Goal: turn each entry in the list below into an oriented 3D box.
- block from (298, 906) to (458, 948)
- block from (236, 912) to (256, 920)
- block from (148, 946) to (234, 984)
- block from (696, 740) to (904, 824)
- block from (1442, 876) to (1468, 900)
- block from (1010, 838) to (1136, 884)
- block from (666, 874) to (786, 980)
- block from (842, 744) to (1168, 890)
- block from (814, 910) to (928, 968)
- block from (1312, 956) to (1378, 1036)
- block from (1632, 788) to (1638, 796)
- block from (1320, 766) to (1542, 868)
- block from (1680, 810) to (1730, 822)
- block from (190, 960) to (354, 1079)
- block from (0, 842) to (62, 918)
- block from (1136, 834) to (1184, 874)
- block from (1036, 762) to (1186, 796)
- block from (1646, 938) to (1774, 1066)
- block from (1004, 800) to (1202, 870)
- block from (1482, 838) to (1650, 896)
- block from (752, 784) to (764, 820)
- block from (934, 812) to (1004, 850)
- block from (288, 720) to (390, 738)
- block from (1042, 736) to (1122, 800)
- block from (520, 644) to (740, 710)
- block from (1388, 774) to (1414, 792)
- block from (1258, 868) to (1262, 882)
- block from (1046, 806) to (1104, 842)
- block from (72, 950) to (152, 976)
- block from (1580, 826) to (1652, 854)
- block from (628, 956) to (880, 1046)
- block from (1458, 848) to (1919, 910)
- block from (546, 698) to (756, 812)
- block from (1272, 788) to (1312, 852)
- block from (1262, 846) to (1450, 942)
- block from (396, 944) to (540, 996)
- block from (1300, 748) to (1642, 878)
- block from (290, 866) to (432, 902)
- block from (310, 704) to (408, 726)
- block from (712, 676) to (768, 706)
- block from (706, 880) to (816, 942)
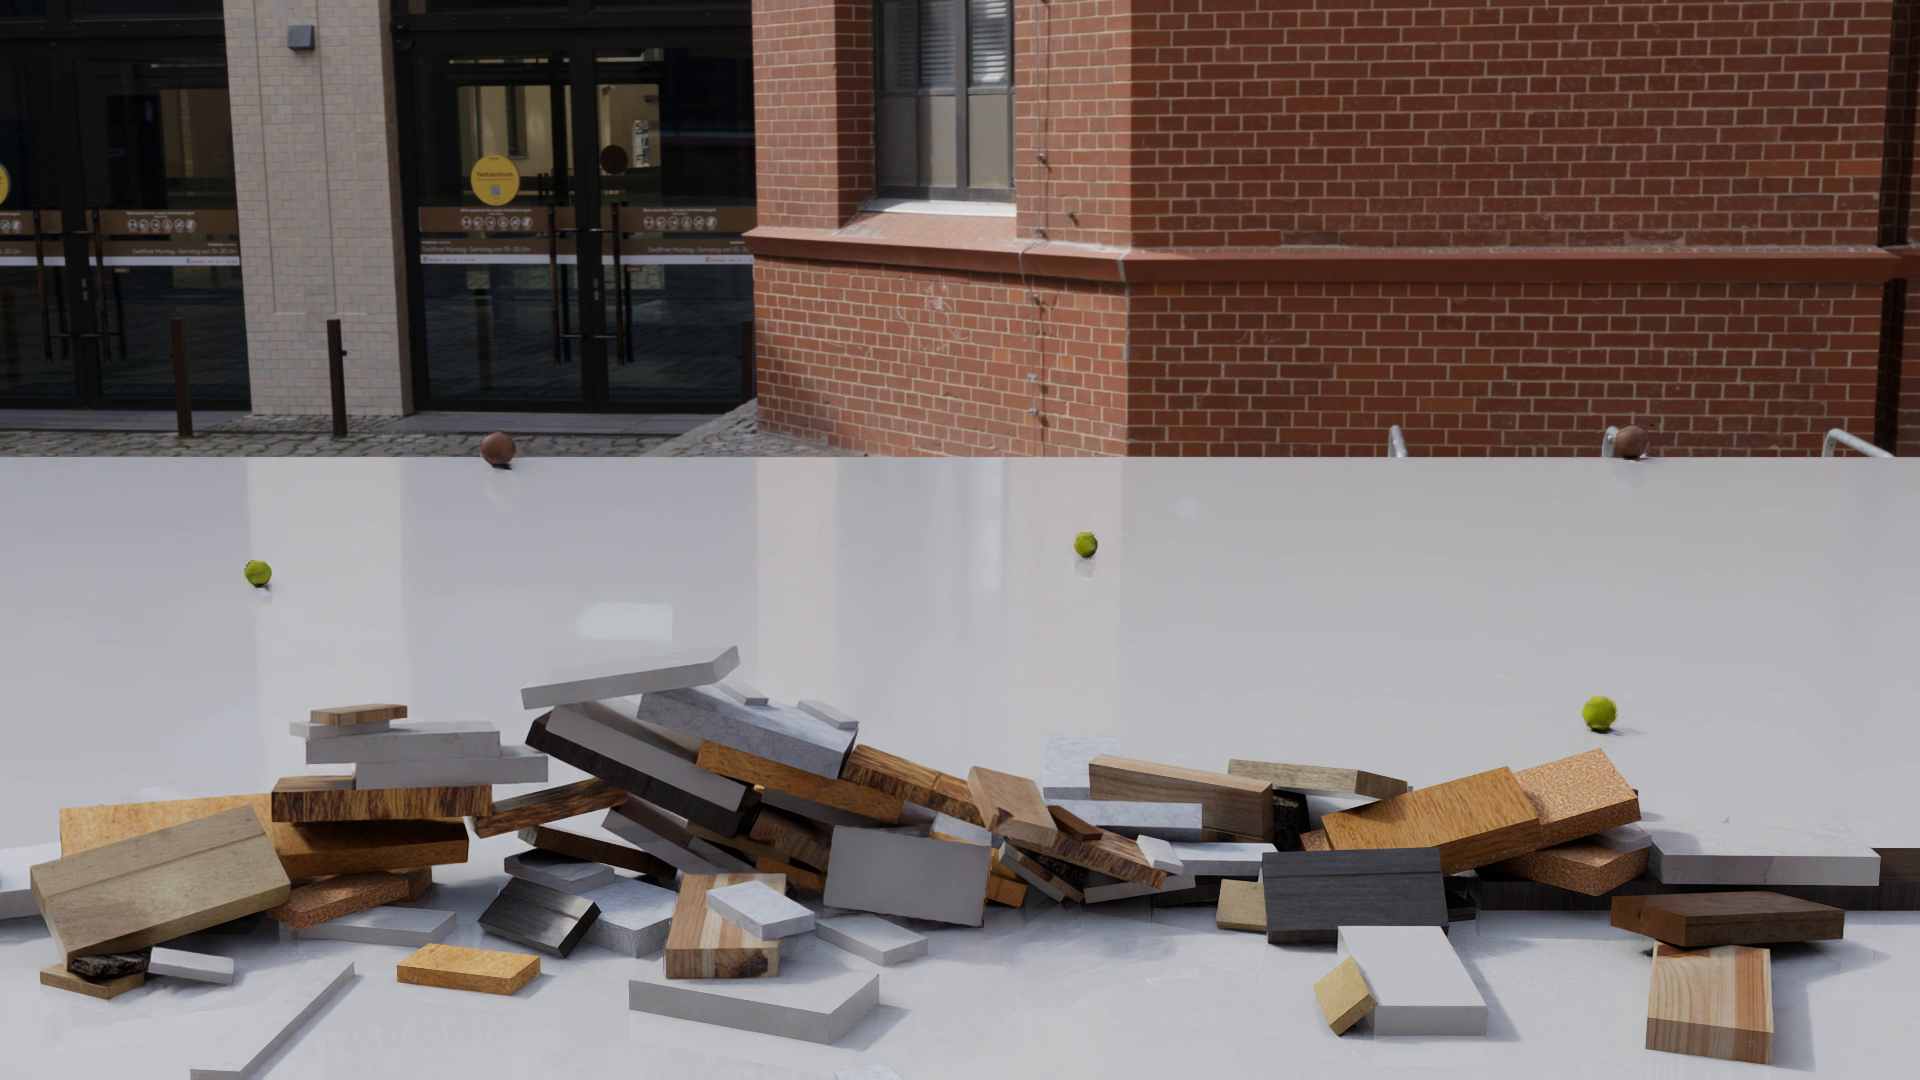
[{"bbox_3d":[-0.924,0.610,3.489,0.227,0.027,0.094,2,11,13],"label":"block"},{"bbox_3d":[-1.232,0.594,3.581,0.169,0.024,0.085,0,11,-2],"label":"block"},{"bbox_3d":[-1.148,0.636,3.285,0.119,0.017,0.059,13,8,-18],"label":"block"},{"bbox_3d":[-0.257,0.376,3.644,0.340,0.048,0.170,16,11,-2],"label":"block"},{"bbox_3d":[0.766,0.578,3.671,0.155,0.022,0.077,3,11,15],"label":"block"},{"bbox_3d":[0.188,0.510,3.611,0.216,0.021,0.075,18,11,0],"label":"block"},{"bbox_3d":[-0.350,0.582,3.335,0.162,0.046,0.324,0,11,-2],"label":"block"},{"bbox_3d":[0.077,0.449,3.588,0.544,0.030,0.108,19,12,4],"label":"block"},{"bbox_3d":[-0.140,0.620,3.437,0.088,0.025,0.176,-9,14,-40],"label":"block"},{"bbox_3d":[0.552,0.653,3.156,0.073,0.021,0.146,-41,8,7],"label":"block"},{"bbox_3d":[1.096,0.497,4.047,0.314,0.044,0.157,-10,15,-43],"label":"block"},{"bbox_3d":[0.767,0.471,3.593,0.320,0.045,0.160,-15,26,2],"label":"block"},{"bbox_3d":[1.345,0.520,3.992,0.066,0.019,0.132,7,13,33],"label":"block"},{"bbox_3d":[-0.971,0.680,3.128,0.070,0.020,0.398,1,11,6],"label":"block"},{"bbox_3d":[-1.364,0.540,3.629,0.441,0.046,0.163,-5,19,-19],"label":"block"},{"bbox_3d":[0.325,0.510,3.569,0.052,0.015,0.103,15,12,-14],"label":"block"},{"bbox_3d":[0.309,0.476,4.164,0.301,0.043,0.150,-4,11,-19],"label":"block"},{"bbox_3d":[1.081,0.659,3.170,0.164,0.047,0.329,4,11,19],"label":"block"},{"bbox_3d":[0.242,0.503,3.716,0.328,0.164,0.047,1,53,6],"label":"block"},{"bbox_3d":[0.952,0.512,3.686,0.347,0.049,0.173,10,14,43],"label":"block"},{"bbox_3d":[-0.339,0.489,3.914,0.215,0.108,0.030,4,16,21],"label":"block"},{"bbox_3d":[-0.022,0.488,3.866,0.036,0.126,0.253,-5,11,-44],"label":"block"},{"bbox_3d":[-0.995,0.300,3.525,0.139,0.020,0.069,-2,3,-43],"label":"block"},{"bbox_3d":[0.232,0.436,4.146,0.150,0.043,0.344,0,11,2],"label":"block"},{"bbox_3d":[-0.537,0.223,3.590,0.333,0.036,0.126,-9,9,13],"label":"block"},{"bbox_3d":[0.625,0.465,4.044,0.414,0.021,0.073,-2,11,-12],"label":"block"},{"bbox_3d":[0.551,0.576,3.534,0.149,0.075,0.021,5,-15,24],"label":"block"},{"bbox_3d":[0.177,0.461,3.574,0.052,0.015,0.104,5,17,-47],"label":"block"},{"bbox_3d":[-1.254,0.631,3.279,0.059,0.017,0.119,5,-1,39],"label":"block"},{"bbox_3d":[1.068,0.486,3.638,0.066,0.019,0.132,-8,13,-36],"label":"block"},{"bbox_3d":[-0.298,0.655,3.192,0.324,0.046,0.162,4,11,23],"label":"block"},{"bbox_3d":[1.410,0.565,3.670,1.118,0.049,0.173,0,11,0],"label":"block"},{"bbox_3d":[-0.504,0.342,3.662,0.340,0.048,0.170,23,10,2],"label":"block"},{"bbox_3d":[0.474,0.488,3.826,0.277,0.139,0.039,7,34,32],"label":"block"},{"bbox_3d":[0.619,0.558,3.461,0.277,0.039,0.139,-3,53,5],"label":"block"},{"bbox_3d":[-0.738,0.644,3.303,0.188,0.027,0.094,3,11,16],"label":"block"},{"bbox_3d":[0.841,0.476,3.644,0.528,0.045,0.160,-16,26,1],"label":"block"},{"bbox_3d":[-1.332,0.570,3.697,0.871,0.028,0.100,1,11,3],"label":"block"},{"bbox_3d":[-0.966,0.280,3.536,0.069,0.020,0.139,2,3,36],"label":"block"},{"bbox_3d":[-0.370,0.252,3.678,0.049,0.014,0.098,5,15,-46],"label":"block"},{"bbox_3d":[-0.300,0.554,3.293,0.088,0.025,0.176,-7,13,-33],"label":"block"}]
